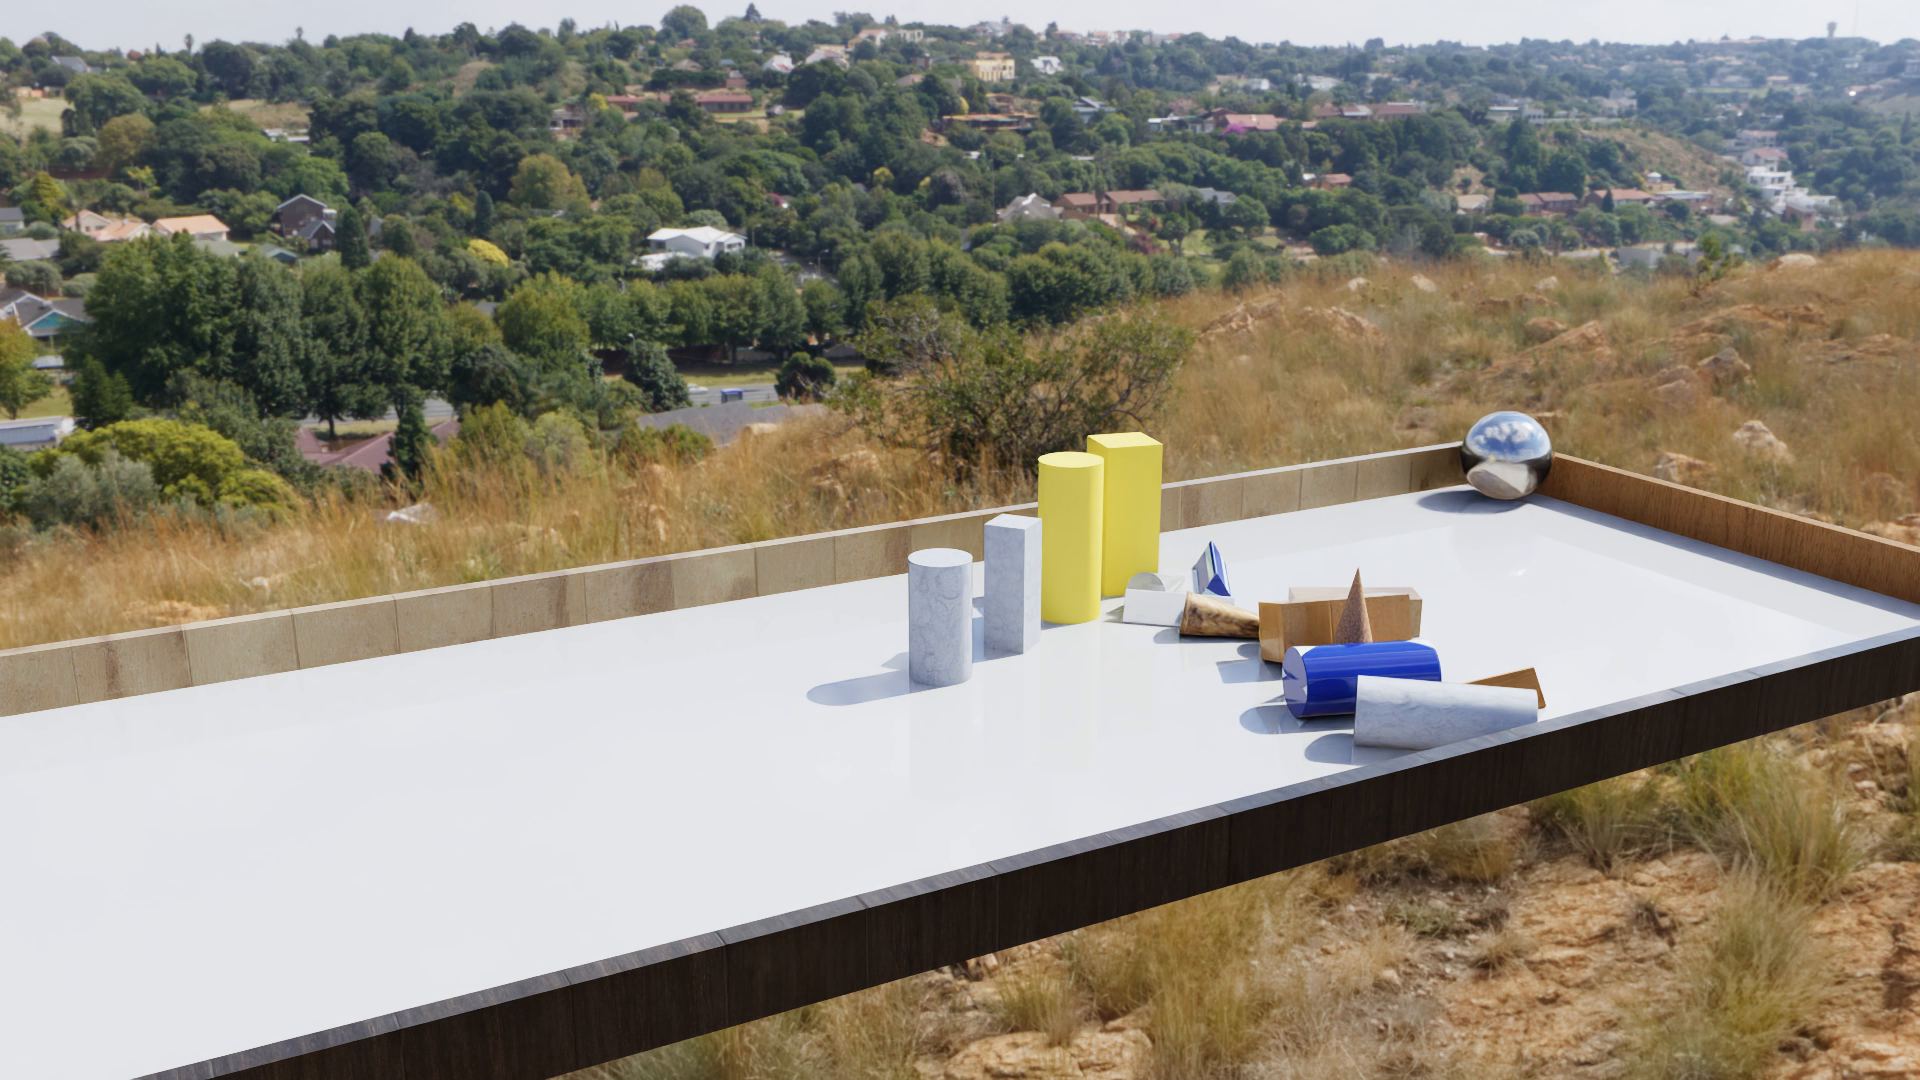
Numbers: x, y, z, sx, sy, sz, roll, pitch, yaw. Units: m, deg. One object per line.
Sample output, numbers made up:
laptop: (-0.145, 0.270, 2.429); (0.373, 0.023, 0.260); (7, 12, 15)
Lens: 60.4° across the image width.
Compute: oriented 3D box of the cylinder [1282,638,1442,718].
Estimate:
cylinder: (0.957, 0.329, 3.939); (0.332, 0.167, 0.167); (-3, 17, -9)

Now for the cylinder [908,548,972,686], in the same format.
cylinder: (-0.049, 0.193, 4.144); (0.160, 0.312, 0.160); (0, 16, 0)

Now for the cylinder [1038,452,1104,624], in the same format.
cylinder: (0.305, -0.007, 4.586); (0.180, 0.446, 0.180); (0, 16, 0)

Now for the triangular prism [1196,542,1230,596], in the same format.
triangular prism: (0.757, 0.086, 4.920); (0.088, 0.076, 0.341); (1, 16, 6)

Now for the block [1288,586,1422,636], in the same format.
block: (1.074, 0.196, 4.499); (0.339, 0.107, 0.107); (0, 16, 0)

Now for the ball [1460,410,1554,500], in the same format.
ball: (1.929, -0.300, 5.823); (0.312, 0.312, 0.312); (0, 16, 0)

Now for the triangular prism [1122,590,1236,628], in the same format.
triangular prism: (0.608, 0.186, 4.567); (0.301, 0.083, 0.095); (4, 17, 13)

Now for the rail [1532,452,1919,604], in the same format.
rail: (2.466, -0.048, 5.253); (0.050, 0.150, 2.100); (-9, 18, -27)

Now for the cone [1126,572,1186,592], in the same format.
cone: (0.603, 0.129, 4.812); (0.117, 0.117, 0.374); (8, 9, 25)

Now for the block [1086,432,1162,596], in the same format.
block: (0.476, -0.077, 4.833); (0.167, 0.442, 0.167); (-5, 17, -16)

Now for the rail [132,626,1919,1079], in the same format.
rail: (-2.336, 1.006, 1.665); (12.000, 0.150, 0.050); (-9, 18, -27)

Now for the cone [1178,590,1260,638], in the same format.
cone: (0.816, 0.235, 4.451); (0.432, 0.120, 0.120); (10, 18, 7)

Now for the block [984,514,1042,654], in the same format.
block: (0.140, 0.115, 4.358); (0.114, 0.341, 0.114); (8, 18, 25)

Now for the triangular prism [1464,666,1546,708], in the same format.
triangular prism: (1.240, 0.371, 3.930); (0.338, 0.086, 0.099); (-9, 18, -27)

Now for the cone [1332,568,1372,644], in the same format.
cone: (0.975, 0.212, 4.080); (0.152, 0.312, 0.152); (0, 16, 0)

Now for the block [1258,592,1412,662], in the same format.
block: (0.968, 0.225, 4.262); (0.352, 0.150, 0.150); (-4, 1, -12)

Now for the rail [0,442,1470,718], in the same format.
rail: (-3.305, 0.497, 3.399); (12.000, 0.150, 0.050); (-9, 18, -27)

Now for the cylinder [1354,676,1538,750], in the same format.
cylinder: (1.089, 0.399, 3.717); (0.386, 0.158, 0.158); (4, 17, 13)
